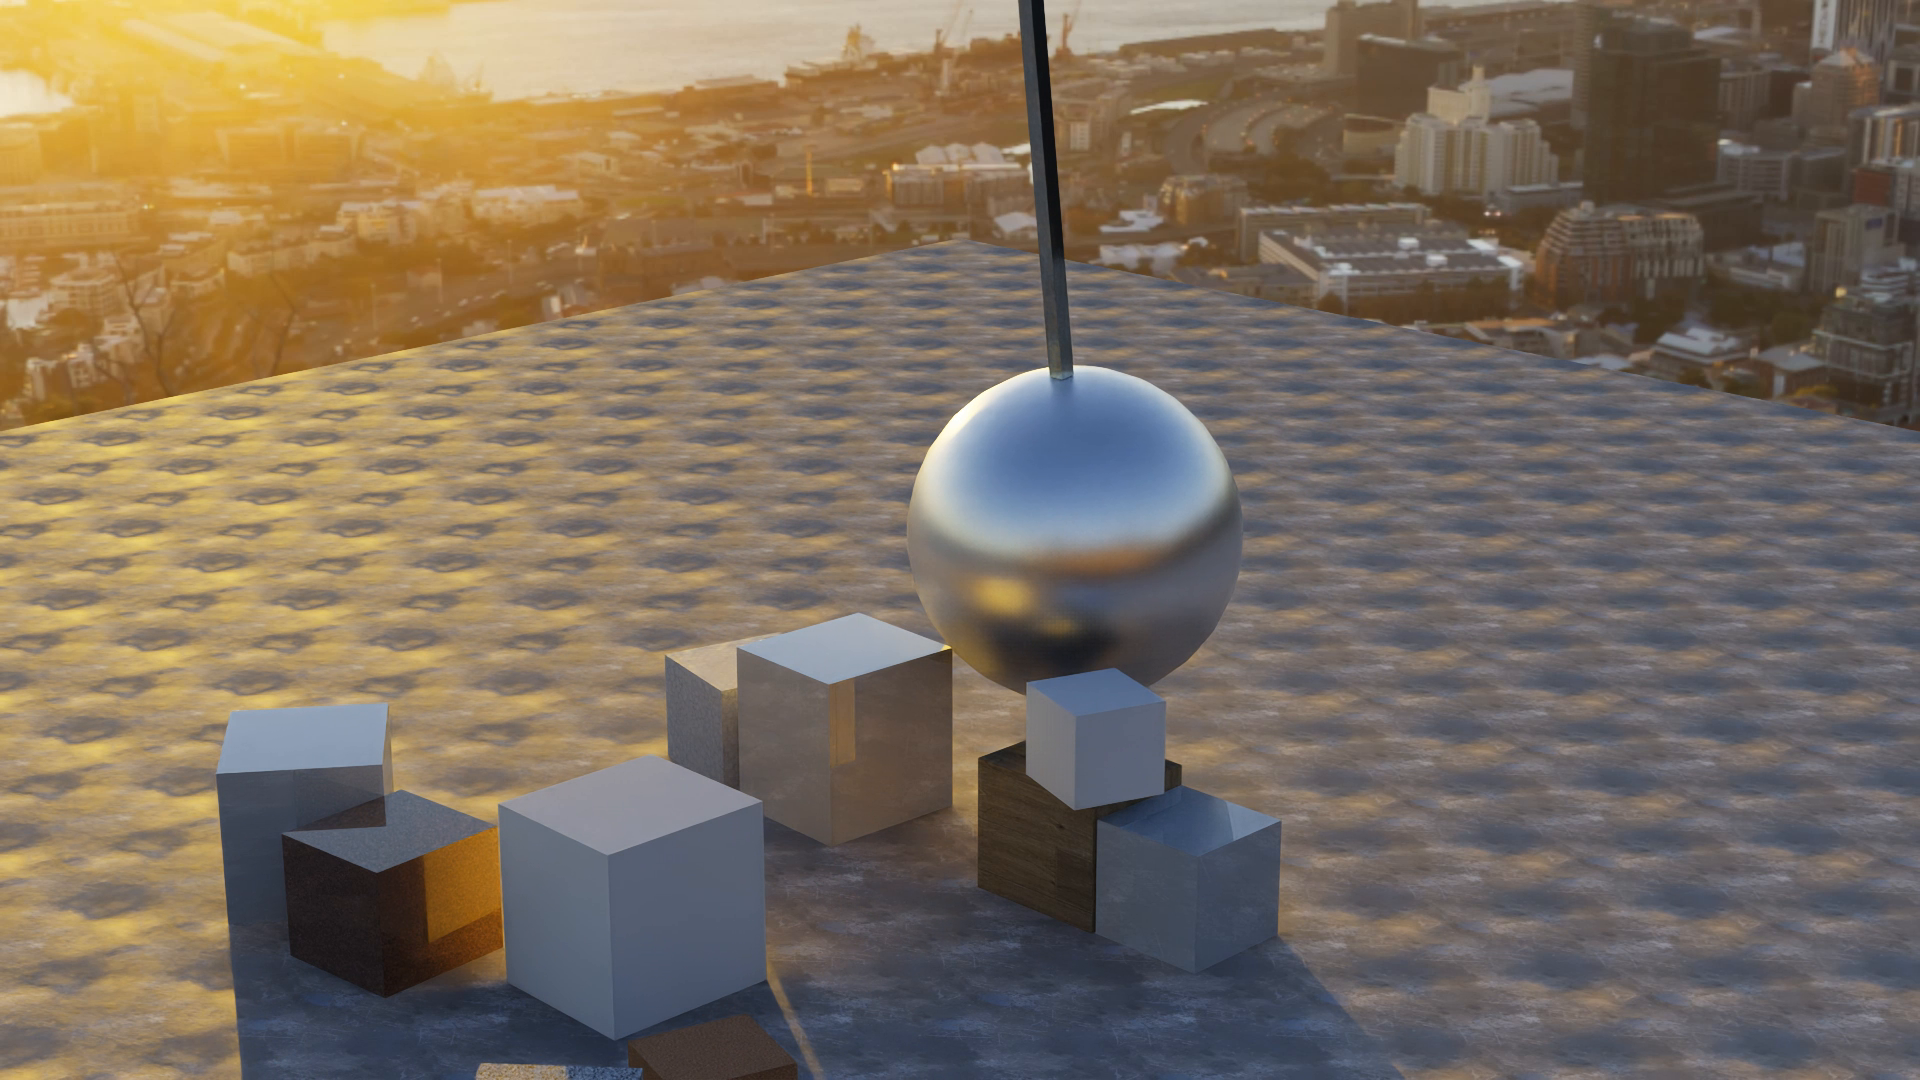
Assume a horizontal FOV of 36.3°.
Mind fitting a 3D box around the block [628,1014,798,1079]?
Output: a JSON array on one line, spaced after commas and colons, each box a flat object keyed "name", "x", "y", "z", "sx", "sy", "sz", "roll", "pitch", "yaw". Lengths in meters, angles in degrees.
[{"name": "block", "x": -0.923, "y": 2.101, "z": 10.969, "sx": 0.489, "sy": 0.414, "sz": 0.455, "roll": -9, "pitch": 20, "yaw": -27}]

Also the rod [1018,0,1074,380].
[{"name": "rod", "x": 0.236, "y": -3.151, "z": 12.599, "sx": 0.080, "sy": 5.200, "sz": 0.080, "roll": 17, "pitch": 31, "yaw": 42}]

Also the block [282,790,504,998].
[{"name": "block", "x": -2.434, "y": 1.508, "z": 12.598, "sx": 0.636, "sy": 0.569, "sz": 0.650, "roll": 14, "pitch": 22, "yaw": 38}]

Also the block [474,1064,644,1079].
[{"name": "block", "x": -1.446, "y": 2.226, "z": 10.348, "sx": 0.587, "sy": 0.547, "sz": 0.533, "roll": 1, "pitch": 17, "yaw": 4}]

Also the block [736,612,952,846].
[{"name": "block", "x": -0.552, "y": 0.900, "z": 14.128, "sx": 0.764, "sy": 0.811, "sz": 0.694, "roll": -15, "pitch": 23, "yaw": -40}]

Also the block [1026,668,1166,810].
[{"name": "block", "x": 0.589, "y": 0.863, "z": 12.782, "sx": 0.440, "sy": 0.431, "sz": 0.463, "roll": -8, "pitch": 19, "yaw": -24}]

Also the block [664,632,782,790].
[{"name": "block", "x": -1.040, "y": 0.860, "z": 14.706, "sx": 0.657, "sy": 0.541, "sz": 0.618, "roll": -10, "pitch": 20, "yaw": -30}]

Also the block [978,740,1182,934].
[{"name": "block", "x": 0.534, "y": 1.289, "z": 13.192, "sx": 0.582, "sy": 0.630, "sz": 0.701, "roll": -17, "pitch": 24, "yaw": -42}]

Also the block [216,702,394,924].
[{"name": "block", "x": -2.938, "y": 1.225, "z": 13.254, "sx": 0.710, "sy": 0.715, "sz": 0.776, "roll": -3, "pitch": 18, "yaw": -8}]

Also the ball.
[{"name": "ball", "x": 0.544, "y": -0.027, "z": 13.904, "sx": 1.600, "sy": 1.600, "sz": 1.600, "roll": 0, "pitch": 17, "yaw": 0}]

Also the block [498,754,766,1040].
[{"name": "block", "x": -1.367, "y": 1.477, "z": 12.286, "sx": 0.807, "sy": 0.815, "sz": 0.744, "roll": -16, "pitch": 24, "yaw": -41}]

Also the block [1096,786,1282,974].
[{"name": "block", "x": 0.992, "y": 1.469, "z": 12.770, "sx": 0.557, "sy": 0.540, "sz": 0.571, "roll": -17, "pitch": 24, "yaw": -42}]
